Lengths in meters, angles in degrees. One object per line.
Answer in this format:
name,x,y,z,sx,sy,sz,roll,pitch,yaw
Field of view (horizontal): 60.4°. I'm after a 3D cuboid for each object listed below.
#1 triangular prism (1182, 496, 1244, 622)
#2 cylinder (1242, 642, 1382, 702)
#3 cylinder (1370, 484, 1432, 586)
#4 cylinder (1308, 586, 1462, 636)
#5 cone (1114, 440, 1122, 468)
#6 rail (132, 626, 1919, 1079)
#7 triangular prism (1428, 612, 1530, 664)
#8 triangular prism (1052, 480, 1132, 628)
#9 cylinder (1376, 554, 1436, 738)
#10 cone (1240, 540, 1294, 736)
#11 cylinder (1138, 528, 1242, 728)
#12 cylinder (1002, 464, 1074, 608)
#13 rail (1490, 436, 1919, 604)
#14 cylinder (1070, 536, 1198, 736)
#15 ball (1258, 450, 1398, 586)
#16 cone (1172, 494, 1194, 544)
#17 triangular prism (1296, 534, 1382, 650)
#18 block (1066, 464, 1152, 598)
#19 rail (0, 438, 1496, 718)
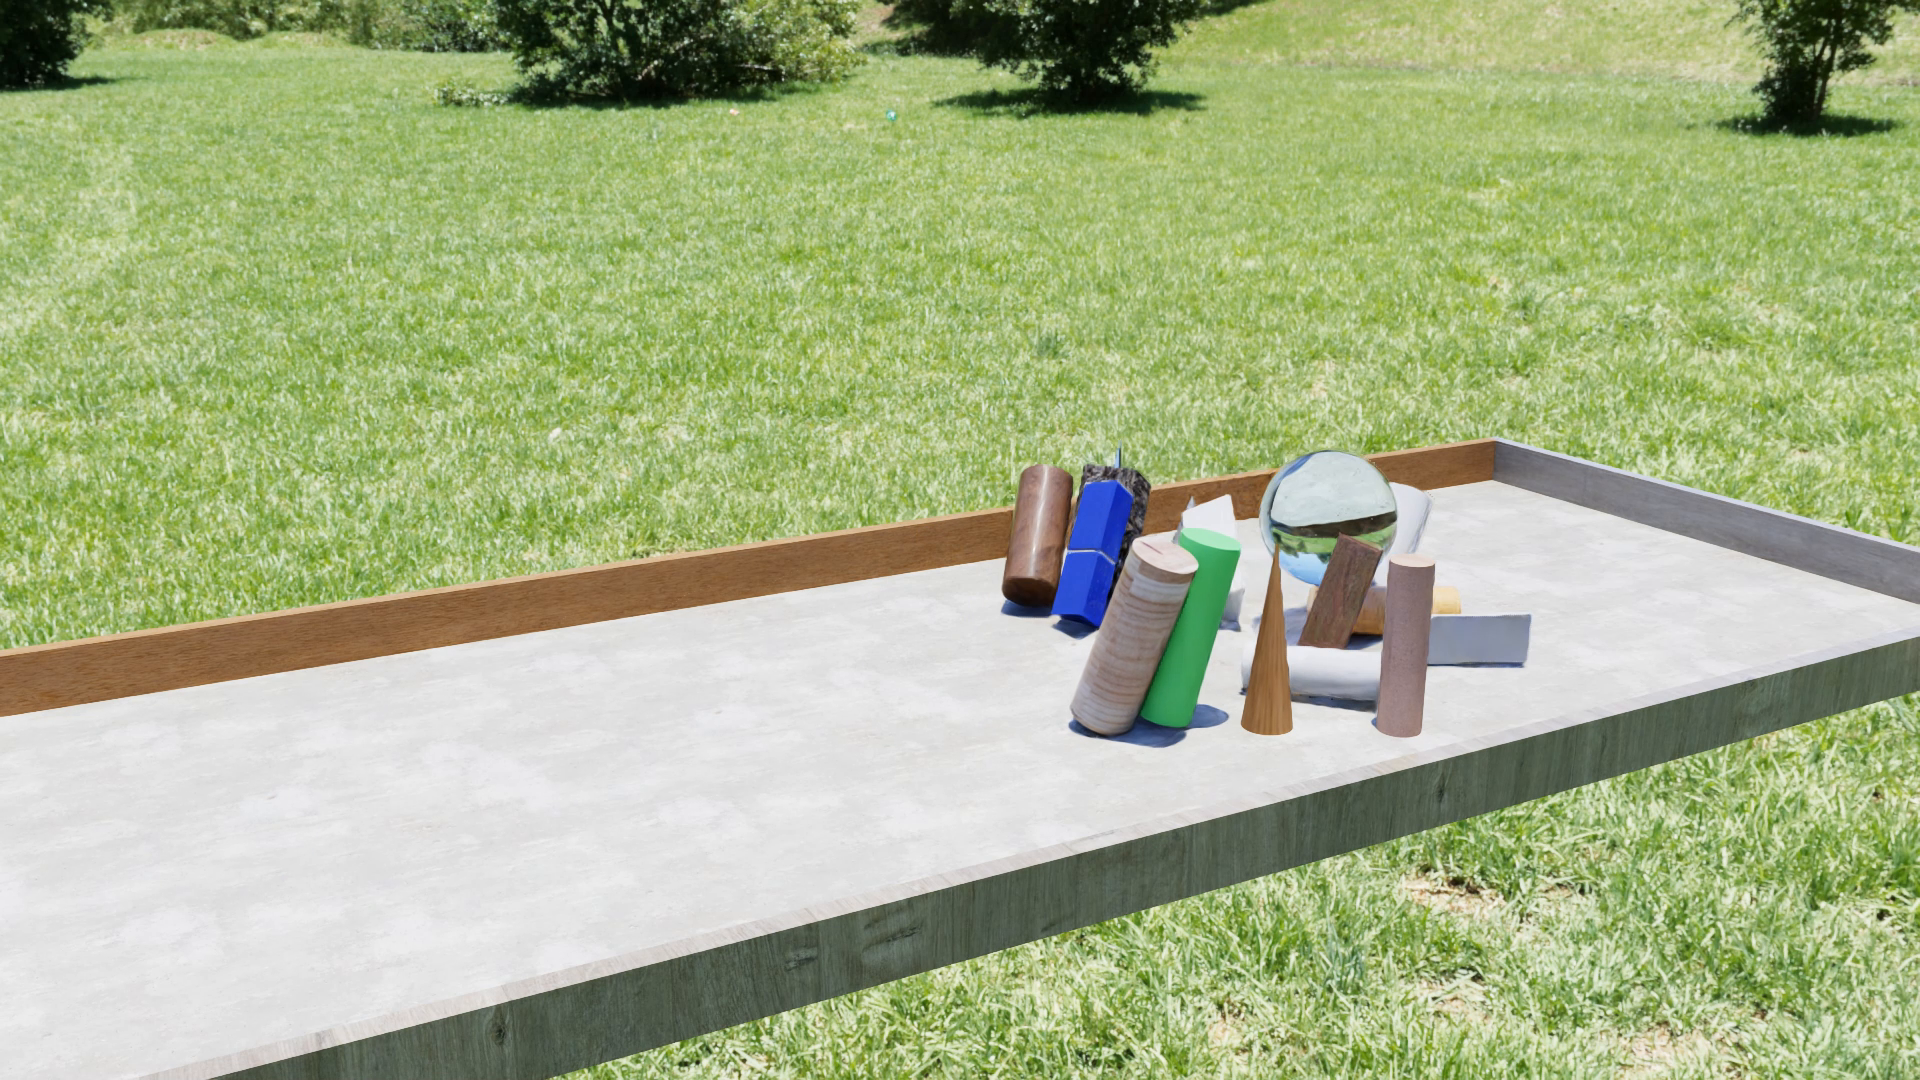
triangular prism,0.735,0.038,4.616,0.149,0.129,0.346,21,44,-22
cylinder,0.871,0.321,4.024,0.345,0.117,0.117,3,16,22
cylinder,1.213,0.018,4.675,0.158,0.325,0.158,22,-17,7
cylinder,1.146,0.191,4.467,0.383,0.134,0.134,0,16,0
cone,0.453,-0.093,4.884,0.123,0.427,0.123,6,0,0
rail,-2.336,1.006,1.665,12.000,0.150,0.050,-9,18,-27
triangular prism,1.300,0.226,4.240,0.306,0.121,0.140,-2,53,3
triangular prism,0.352,0.032,4.536,0.118,0.386,0.137,9,-13,29
cylinder,1.025,0.244,3.794,0.103,0.413,0.103,0,16,0
cone,0.721,0.215,3.809,0.122,0.460,0.122,0,16,0
cylinder,0.526,0.204,3.836,0.143,0.445,0.143,12,17,-4
cylinder,0.225,-0.013,4.736,0.161,0.161,0.384,3,58,11
rail,2.466,-0.048,5.253,0.050,0.150,2.100,-9,18,-27
cylinder,0.393,0.222,3.763,0.155,0.445,0.155,15,27,-7
ball,0.985,-0.058,4.414,0.366,0.366,0.366,0,16,0
cone,0.651,0.004,4.749,0.155,0.155,0.331,4,58,14
triangular prism,0.956,0.173,4.117,0.118,0.358,0.103,26,13,33
block,0.423,-0.022,4.751,0.157,0.350,0.157,8,-11,24
rail,-3.305,0.497,3.399,12.000,0.150,0.050,-9,18,-27
